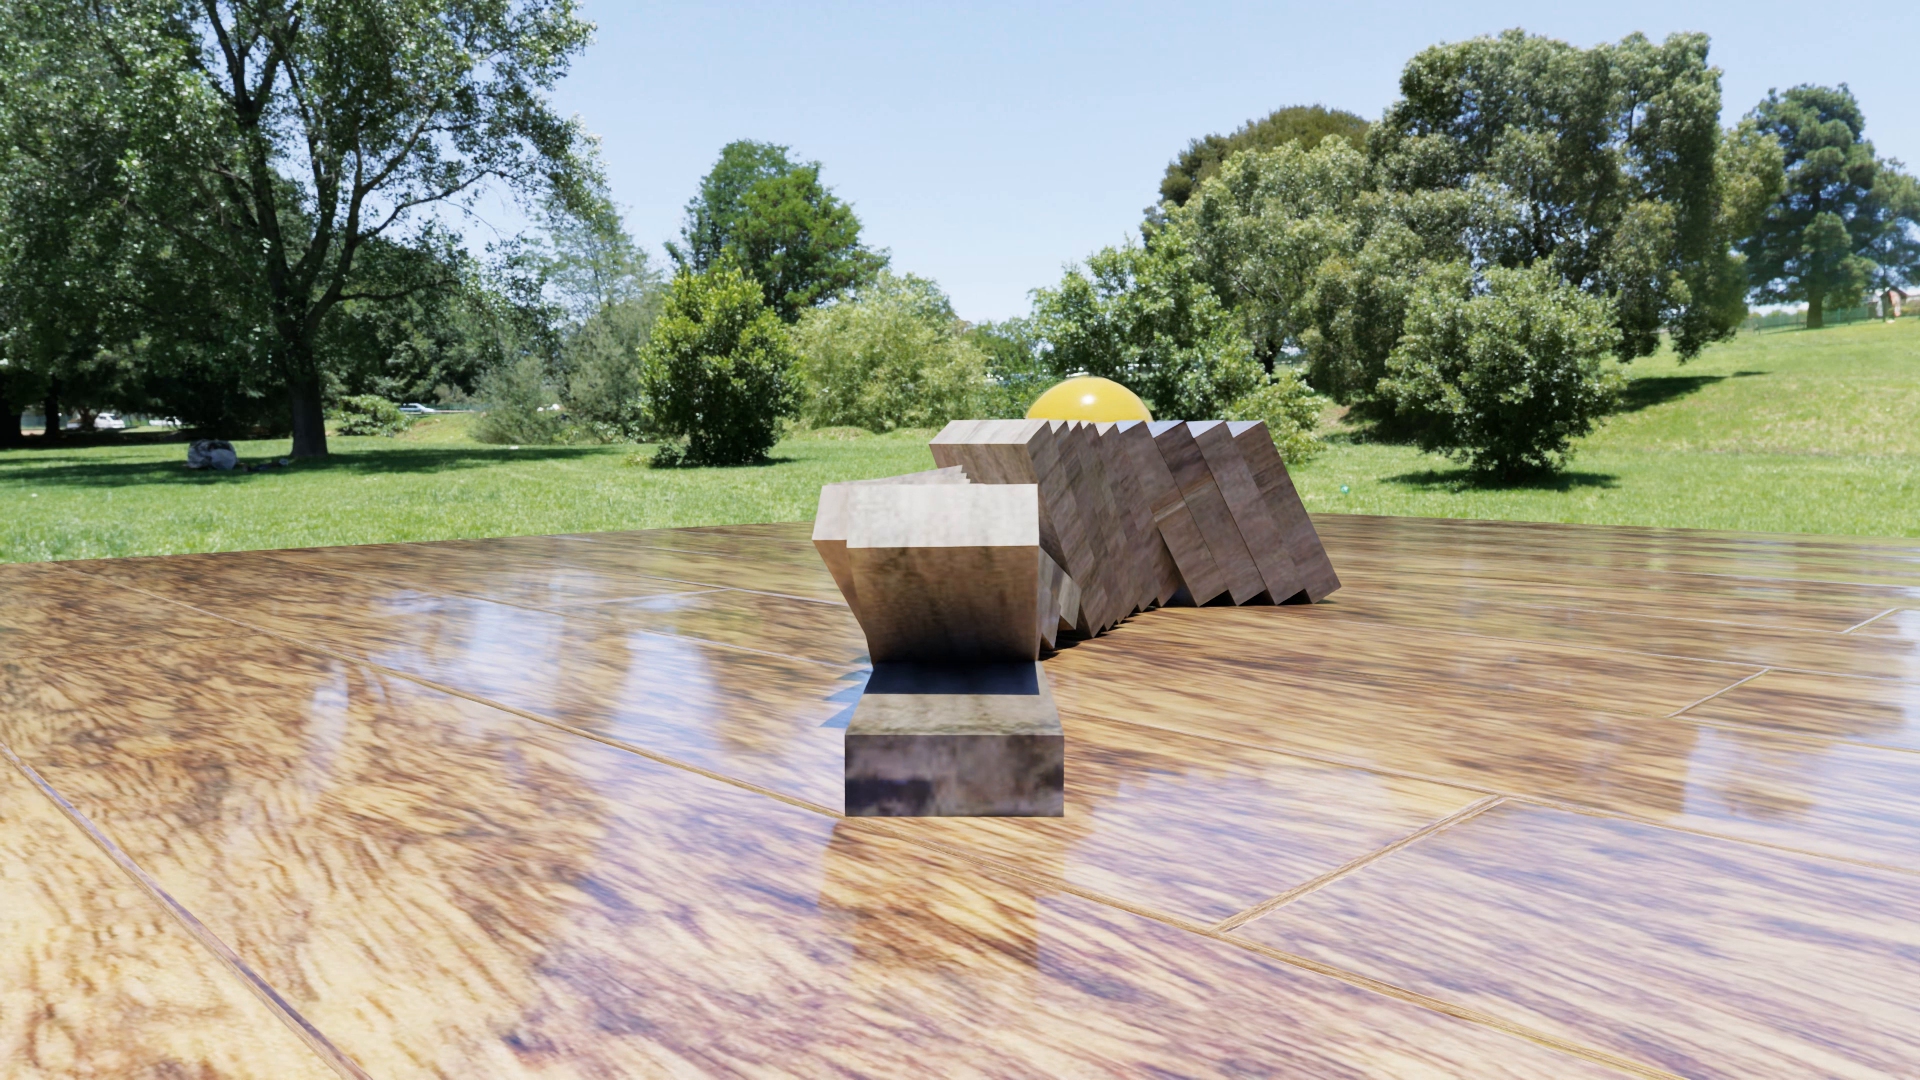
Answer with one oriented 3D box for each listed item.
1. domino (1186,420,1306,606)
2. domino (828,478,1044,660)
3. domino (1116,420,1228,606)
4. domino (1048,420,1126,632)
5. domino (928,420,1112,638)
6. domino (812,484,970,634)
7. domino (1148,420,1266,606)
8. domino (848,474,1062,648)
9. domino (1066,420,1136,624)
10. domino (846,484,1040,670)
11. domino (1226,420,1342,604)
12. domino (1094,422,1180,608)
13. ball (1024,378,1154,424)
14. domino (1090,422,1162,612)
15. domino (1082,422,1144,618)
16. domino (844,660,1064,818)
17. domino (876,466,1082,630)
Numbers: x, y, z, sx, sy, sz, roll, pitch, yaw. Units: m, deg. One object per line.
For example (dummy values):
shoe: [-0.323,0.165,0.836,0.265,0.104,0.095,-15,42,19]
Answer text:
domino: [0.073,-0.008,0.346,0.010,0.050,0.025,-29,10,-9]
domino: [-0.004,0.007,0.227,0.025,0.009,0.050,-1,-30,19]
domino: [0.052,-0.007,0.343,0.010,0.050,0.025,-29,10,-9]
domino: [0.018,-0.003,0.290,0.025,0.050,0.010,3,37,37]
domino: [0.014,-0.002,0.279,0.025,0.050,0.009,3,37,37]
domino: [-0.004,0.009,0.209,0.025,0.009,0.050,0,-30,13]
domino: [0.062,-0.008,0.345,0.009,0.050,0.025,-29,10,-9]
domino: [-0.001,0.006,0.244,0.025,0.010,0.050,-2,-31,25]
domino: [0.022,-0.004,0.301,0.025,0.050,0.010,3,36,37]
domino: [-0.001,0.010,0.190,0.025,0.009,0.050,-1,-31,2]
domino: [0.083,-0.008,0.349,0.010,0.050,0.025,-29,10,-9]
domino: [0.037,-0.006,0.334,0.025,0.050,0.009,4,37,48]
ball: [0.073,-0.052,0.729,0.080,0.080,0.080,0,4,0]
domino: [0.031,-0.006,0.325,0.025,0.050,0.010,4,38,48]
domino: [0.025,-0.005,0.312,0.025,0.050,0.010,3,36,37]
domino: [0.000,0.025,0.171,0.025,0.009,0.050,0,4,1]
domino: [0.002,0.004,0.260,0.025,0.009,0.050,-7,-33,32]
